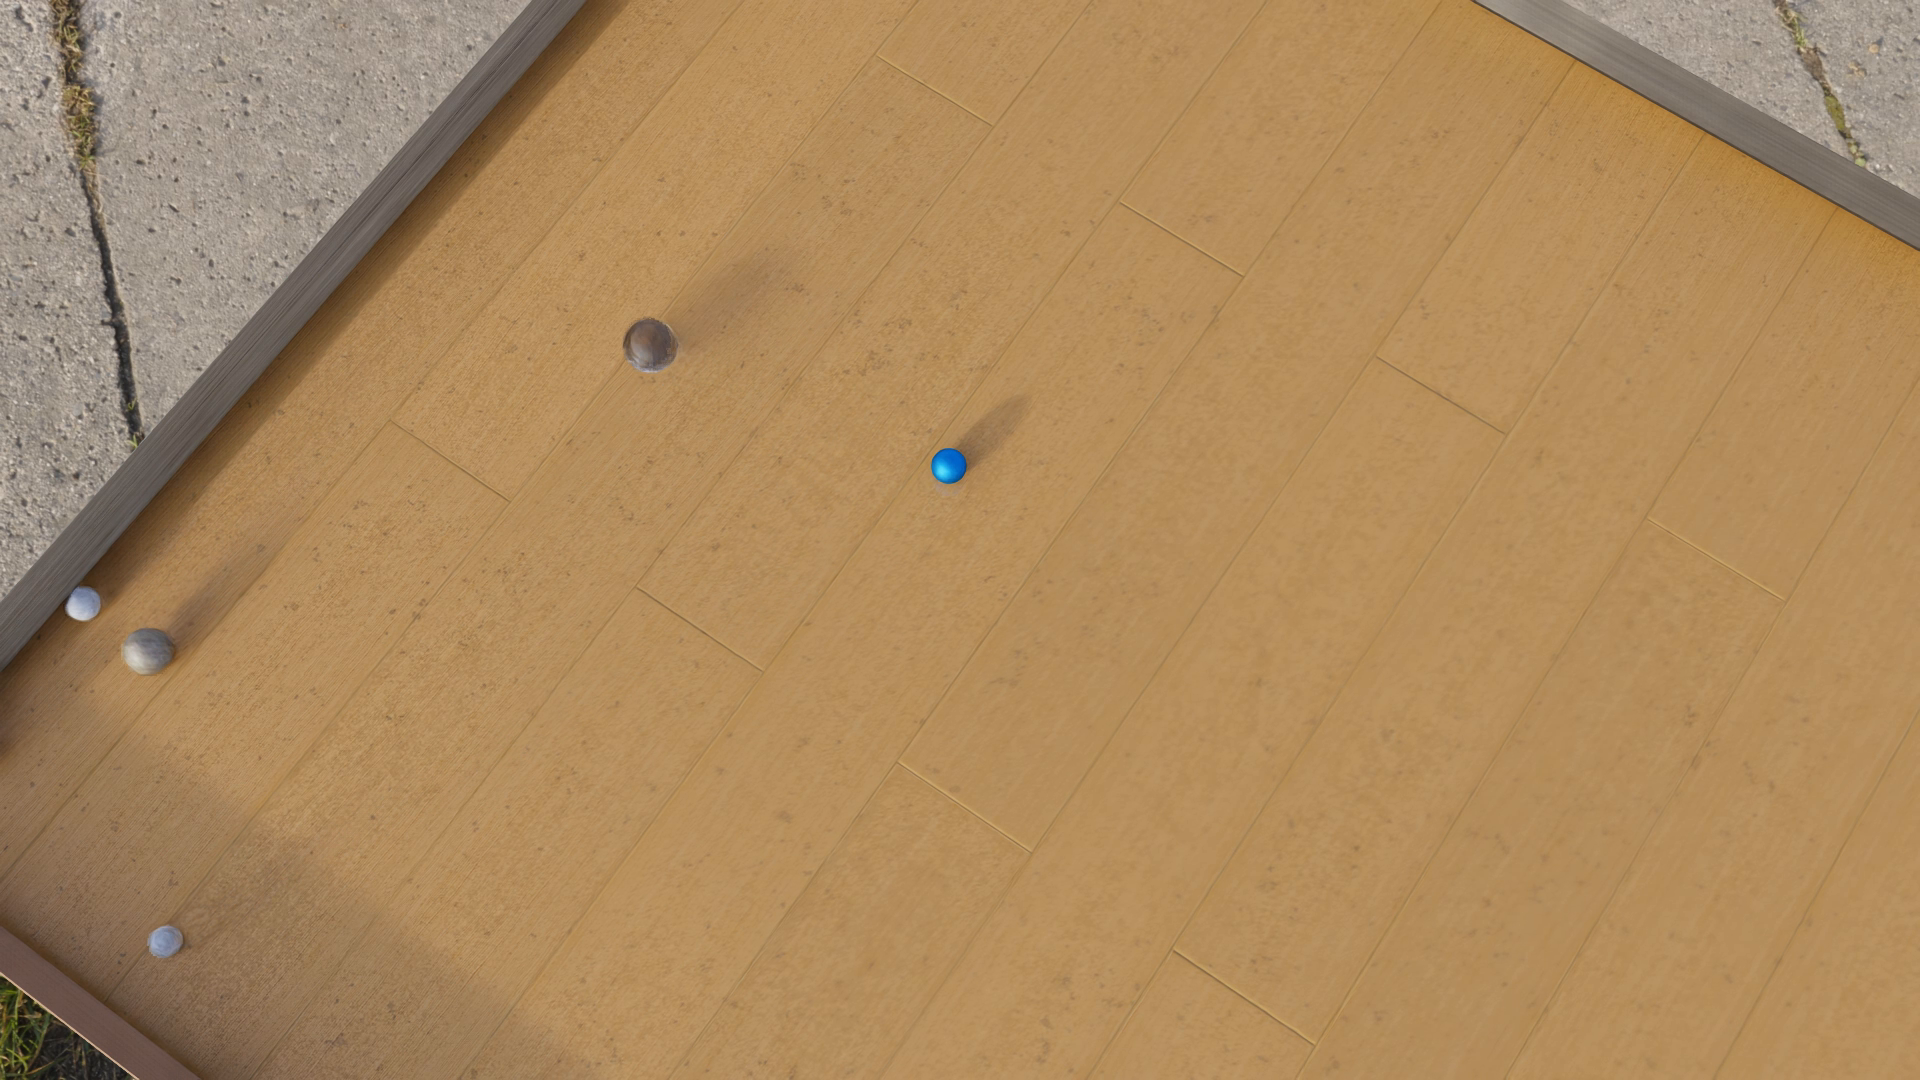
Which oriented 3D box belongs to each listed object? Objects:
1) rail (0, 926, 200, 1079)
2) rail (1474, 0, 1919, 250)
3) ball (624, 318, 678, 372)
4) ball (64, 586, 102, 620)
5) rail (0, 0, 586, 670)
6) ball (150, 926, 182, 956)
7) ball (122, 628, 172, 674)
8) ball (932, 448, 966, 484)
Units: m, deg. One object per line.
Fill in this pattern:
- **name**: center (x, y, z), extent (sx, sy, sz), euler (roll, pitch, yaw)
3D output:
- **rail**: center (0.176, 1.610, 2.831), extent (4.490, 0.113, 0.045), euler (33, 73, 11)
- **rail**: center (1.672, -0.430, 3.574), extent (4.490, 0.113, 0.045), euler (33, 73, 11)
- **ball**: center (-0.499, -0.313, 3.547), extent (0.087, 0.087, 0.087), euler (0, 70, 0)
- **ball**: center (-1.362, 0.098, 3.414), extent (0.054, 0.054, 0.054), euler (0, 70, 0)
- **rail**: center (-0.905, -0.594, 3.634), extent (0.045, 0.113, 2.684), euler (33, 73, 11)
- **ball**: center (-1.170, 0.591, 3.239), extent (0.046, 0.046, 0.046), euler (0, 70, 0)
- **ball**: center (-1.248, 0.171, 3.378), extent (0.073, 0.073, 0.073), euler (0, 70, 0)
- **ball**: center (-0.018, -0.118, 3.491), extent (0.057, 0.057, 0.057), euler (0, 70, 0)
